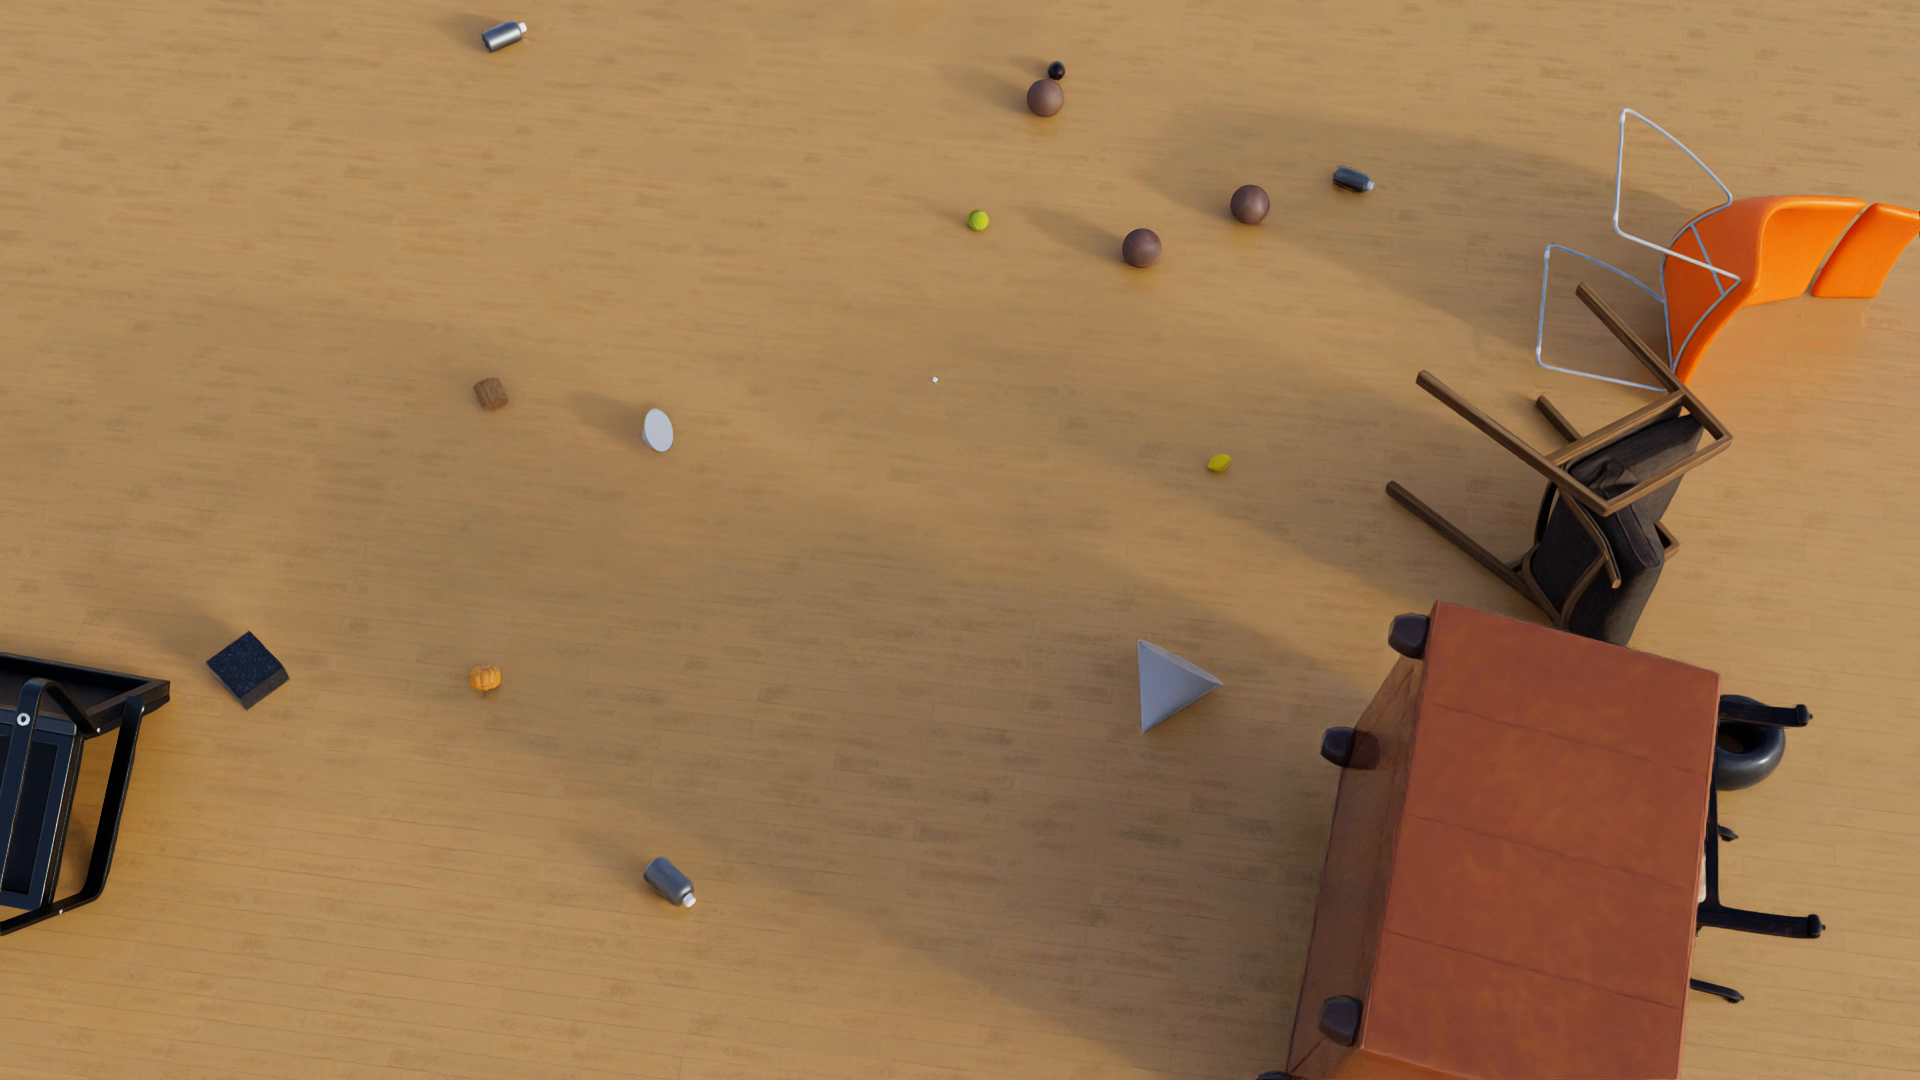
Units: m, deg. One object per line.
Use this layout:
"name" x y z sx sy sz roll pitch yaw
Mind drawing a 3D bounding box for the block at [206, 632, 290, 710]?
"block" -2.034 0.373 6.283 0.150 0.068 0.169 -39 64 -23

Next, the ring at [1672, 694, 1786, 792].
"ring" 2.130 0.562 6.096 0.311 0.169 0.265 -9 59 -8

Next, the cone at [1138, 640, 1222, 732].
"cone" 0.567 0.444 6.199 0.264 0.309 0.230 30 95 27

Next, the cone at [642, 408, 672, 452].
"cone" -0.953 -0.328 6.765 0.076 0.119 0.140 -18 58 35
